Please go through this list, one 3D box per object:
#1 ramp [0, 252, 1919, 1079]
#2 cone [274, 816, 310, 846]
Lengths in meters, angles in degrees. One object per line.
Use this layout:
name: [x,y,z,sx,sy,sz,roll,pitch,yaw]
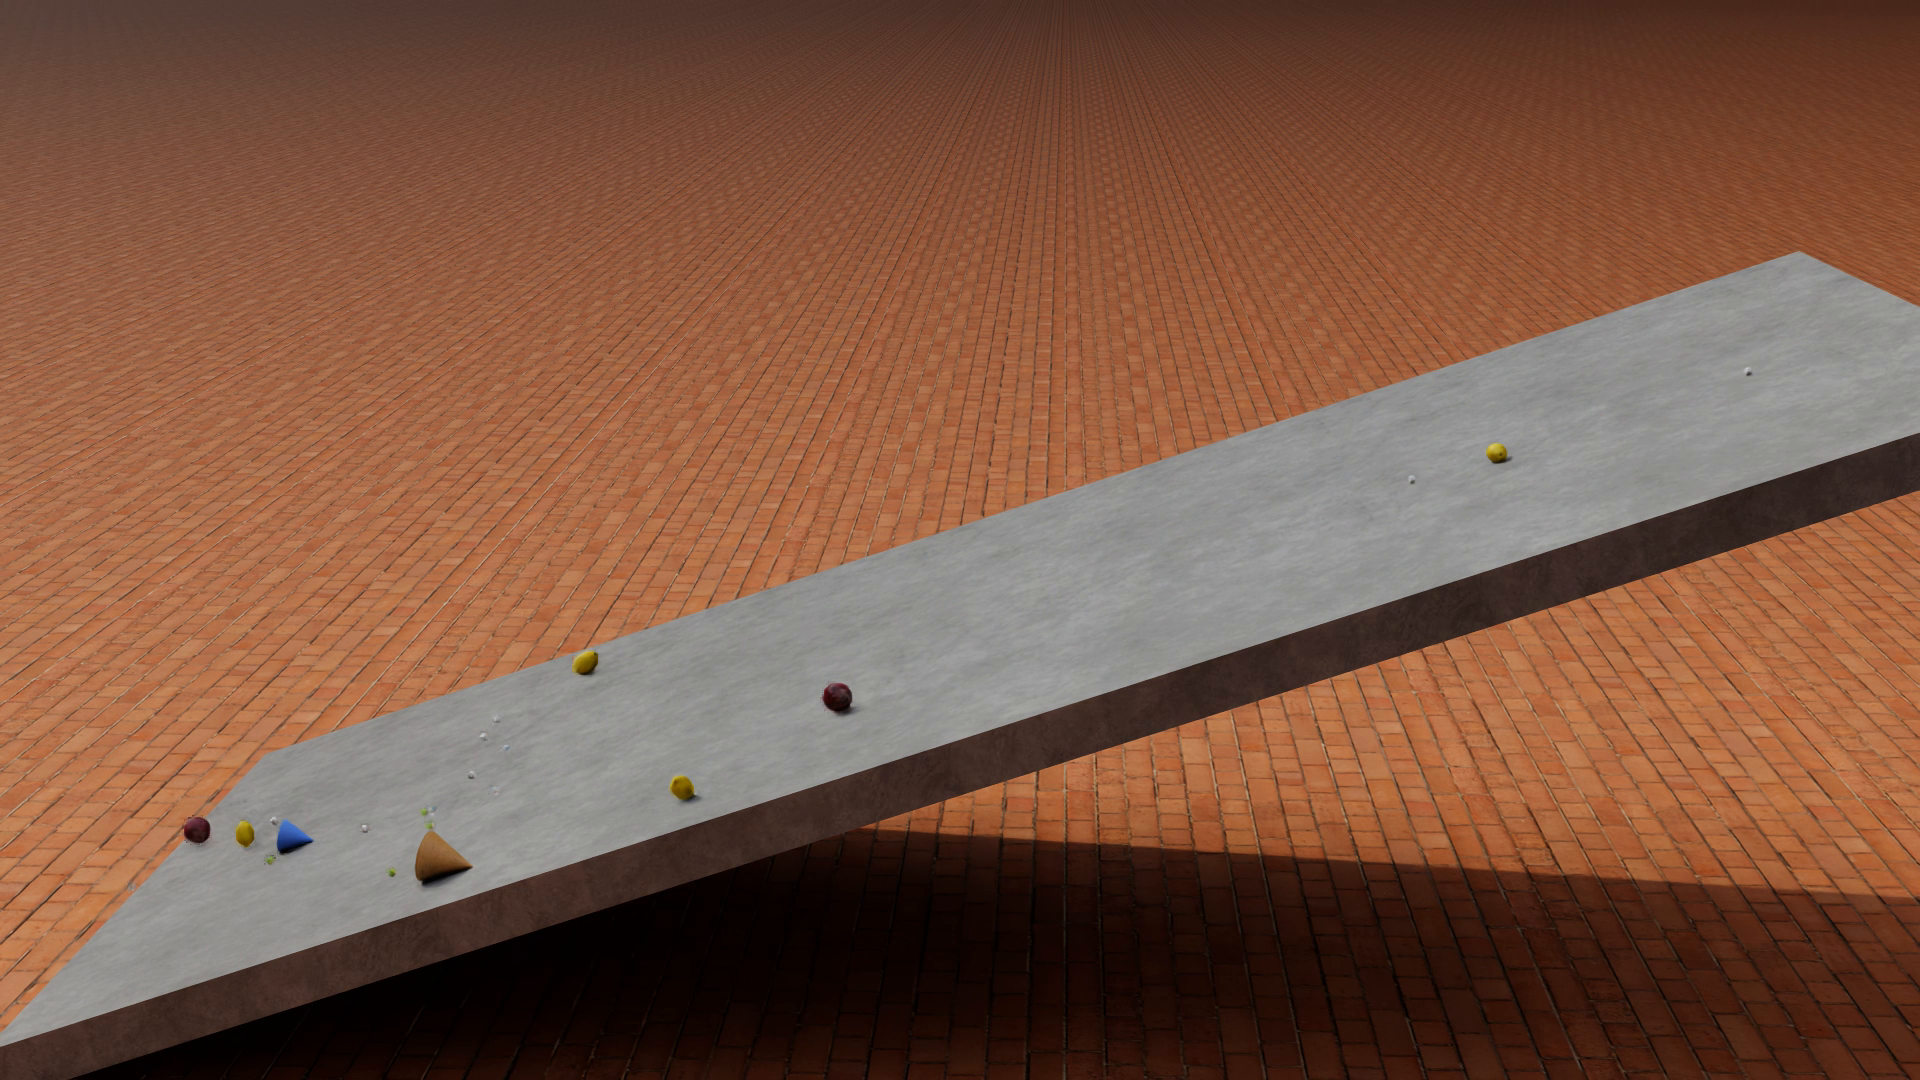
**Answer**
ramp: [0.107,0.180,6.305,4.000,0.100,2.000,-18,11,6]
cone: [-1.419,0.640,6.310,0.071,0.071,0.071,33,21,12]
